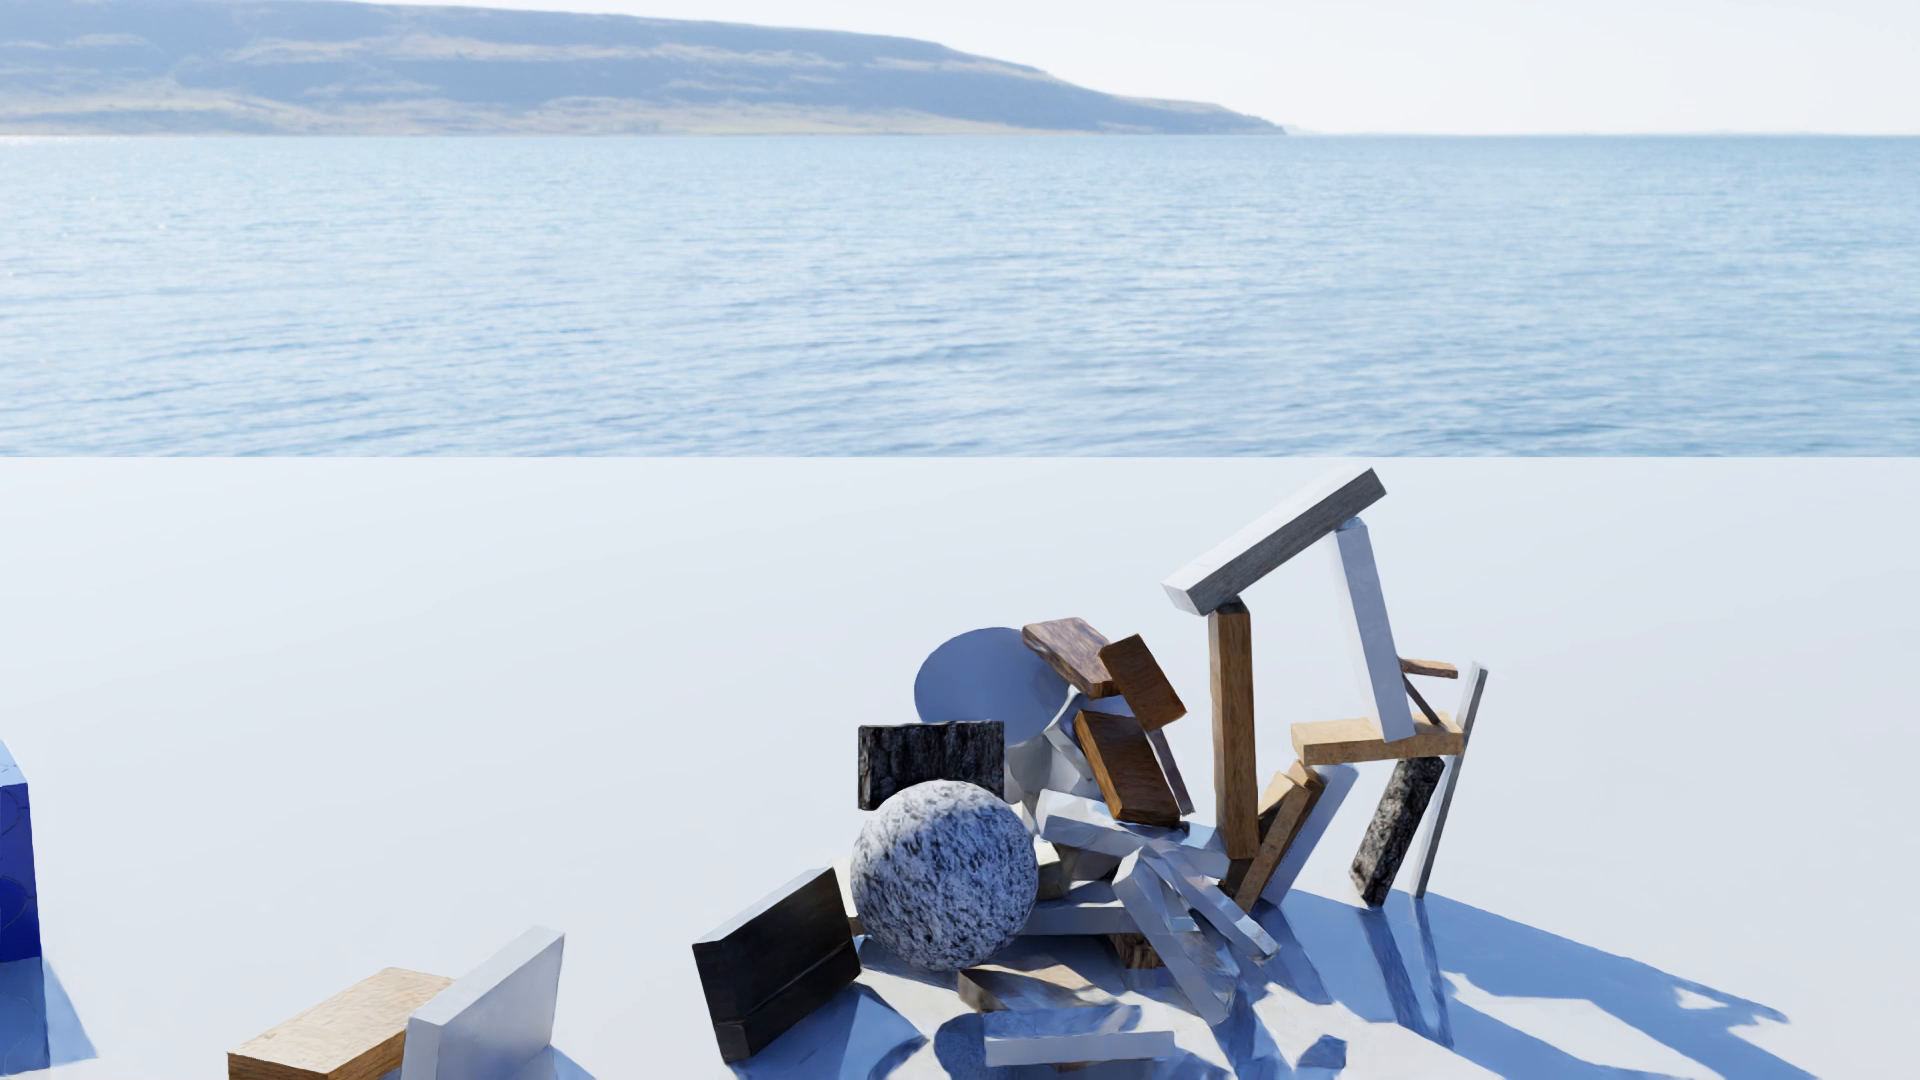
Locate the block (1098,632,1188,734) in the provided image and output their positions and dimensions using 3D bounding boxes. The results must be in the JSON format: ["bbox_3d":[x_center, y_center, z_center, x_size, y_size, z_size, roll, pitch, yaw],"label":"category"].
[{"bbox_3d":[0.301,0.235,3.621,0.078,0.157,0.022,-20,-21,-31],"label":"block"}]

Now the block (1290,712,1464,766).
[{"bbox_3d":[0.685,0.327,3.621,0.259,0.037,0.130,-5,11,0],"label":"block"}]

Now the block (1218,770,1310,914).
[{"bbox_3d":[0.487,0.492,3.561,0.033,0.230,0.115,27,1,-7],"label":"block"}]

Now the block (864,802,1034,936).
[{"bbox_3d":[-0.025,0.521,3.490,0.291,0.041,0.145,-21,30,14],"label":"block"}]

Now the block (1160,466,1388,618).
[{"bbox_3d":[0.501,-0.001,3.530,0.355,0.050,0.177,-33,7,-5],"label":"block"}]

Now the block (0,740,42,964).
[{"bbox_3d":[-1.606,0.496,3.414,0.278,0.278,0.278,-6,12,-30],"label":"block"}]

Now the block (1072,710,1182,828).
[{"bbox_3d":[0.271,0.372,3.592,0.113,0.032,0.225,11,35,-27],"label":"block"}]

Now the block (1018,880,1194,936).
[{"bbox_3d":[0.209,0.572,3.430,0.299,0.042,0.149,-11,3,43],"label":"block"}]

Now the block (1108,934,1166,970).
[{"bbox_3d":[0.296,0.613,3.454,0.115,0.033,0.230,-1,11,-7],"label":"block"}]

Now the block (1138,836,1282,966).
[{"bbox_3d":[0.361,0.521,3.182,0.235,0.022,0.078,42,14,18],"label":"block"}]

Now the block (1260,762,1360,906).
[{"bbox_3d":[0.568,0.470,3.648,0.037,0.259,0.130,29,9,-6],"label":"block"}]

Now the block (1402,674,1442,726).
[{"bbox_3d":[0.749,0.257,3.613,0.015,0.103,0.051,-39,9,6],"label":"block"}]

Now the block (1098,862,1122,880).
[{"bbox_3d":[0.261,0.547,3.530,0.061,0.017,0.122,12,-36,-26],"label":"block"}]

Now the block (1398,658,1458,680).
[{"bbox_3d":[0.760,0.210,3.605,0.103,0.015,0.051,6,11,-2],"label":"block"}]

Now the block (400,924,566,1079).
[{"bbox_3d":[-0.627,0.645,2.896,0.047,0.167,0.335,13,14,14],"label":"block"}]

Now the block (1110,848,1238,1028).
[{"bbox_3d":[0.310,0.571,3.168,0.035,0.247,0.123,-35,1,16],"label":"block"}]

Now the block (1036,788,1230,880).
[{"bbox_3d":[0.276,0.472,3.531,0.299,0.042,0.149,13,8,-4],"label":"block"}]

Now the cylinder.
[{"bbox_3d":[0.069,0.347,3.911,0.272,0.272,0.272,-4,47,5],"label":"cylinder"}]

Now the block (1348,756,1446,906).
[{"bbox_3d":[0.723,0.465,3.647,0.037,0.259,0.130,21,10,-4],"label":"block"}]

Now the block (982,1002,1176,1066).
[{"bbox_3d":[0.156,0.658,2.930,0.247,0.035,0.123,-3,5,-1],"label":"block"}]

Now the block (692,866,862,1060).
[{"bbox_3d":[-0.256,0.599,3.143,0.047,0.167,0.335,-13,4,26],"label":"block"}]

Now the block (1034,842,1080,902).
[{"bbox_3d":[0.080,0.537,3.516,0.209,0.030,0.104,-12,30,27],"label":"block"}]

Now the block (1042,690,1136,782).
[{"bbox_3d":[0.230,0.307,3.730,0.032,0.113,0.225,-42,2,35],"label":"block"}]

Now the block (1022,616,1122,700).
[{"bbox_3d":[0.211,0.199,3.733,0.112,0.032,0.225,-8,27,-29],"label":"block"}]

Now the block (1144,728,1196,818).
[{"bbox_3d":[0.346,0.383,3.644,0.022,0.157,0.078,-21,-9,-4],"label":"block"}]

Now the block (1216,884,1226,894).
[{"bbox_3d":[0.379,0.572,3.581,0.054,0.015,0.107,3,-13,-31],"label":"block"}]

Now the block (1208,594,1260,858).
[{"bbox_3d":[0.435,0.293,3.499,0.050,0.387,0.177,-3,8,1],"label":"block"}]

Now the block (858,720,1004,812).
[{"bbox_3d":[-0.042,0.339,3.324,0.247,0.123,0.035,1,-1,-36],"label":"block"}]

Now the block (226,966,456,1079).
[{"bbox_3d":[-0.829,0.682,3.043,0.167,0.047,0.335,5,12,24],"label":"block"}]

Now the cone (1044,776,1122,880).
[{"bbox_3d":[0.275,0.525,3.728,0.235,0.235,0.235,30,17,9],"label":"cone"}]

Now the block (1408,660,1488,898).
[{"bbox_3d":[0.808,0.397,3.639,0.015,0.399,0.051,13,10,-3],"label":"block"}]

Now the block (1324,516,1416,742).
[{"bbox_3d":[0.661,0.135,3.580,0.050,0.355,0.177,-15,10,2],"label":"block"}]

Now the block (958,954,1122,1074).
[{"bbox_3d":[0.132,0.669,3.128,0.149,0.042,0.299,-5,12,-27],"label":"block"}]

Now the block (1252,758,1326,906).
[{"bbox_3d":[0.522,0.482,3.642,0.033,0.230,0.115,28,9,-6],"label":"block"}]

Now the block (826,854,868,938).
[{"bbox_3d":[-0.086,0.536,3.433,0.291,0.041,0.145,-16,31,22],"label":"block"}]

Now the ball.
[{"bbox_3d":[-0.023,0.483,3.177,0.273,0.273,0.273,0,11,0],"label":"ball"}]
